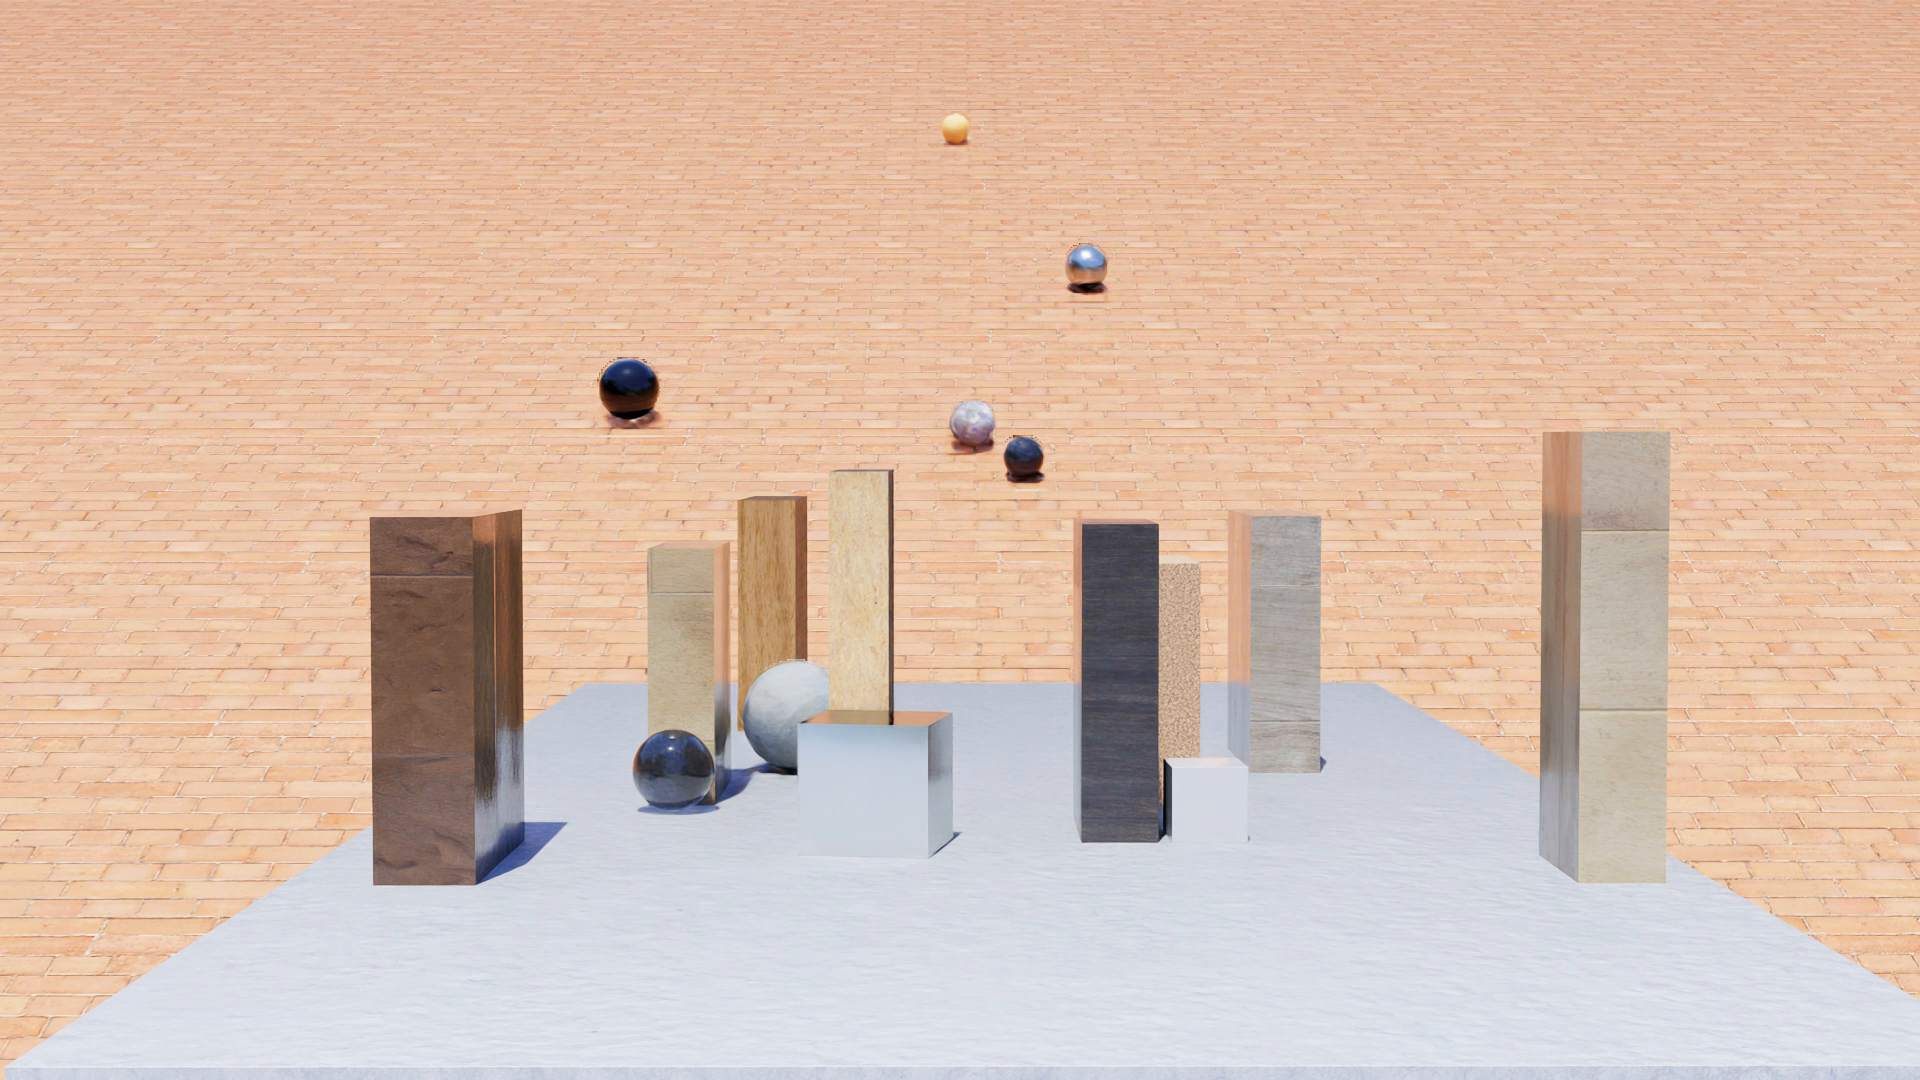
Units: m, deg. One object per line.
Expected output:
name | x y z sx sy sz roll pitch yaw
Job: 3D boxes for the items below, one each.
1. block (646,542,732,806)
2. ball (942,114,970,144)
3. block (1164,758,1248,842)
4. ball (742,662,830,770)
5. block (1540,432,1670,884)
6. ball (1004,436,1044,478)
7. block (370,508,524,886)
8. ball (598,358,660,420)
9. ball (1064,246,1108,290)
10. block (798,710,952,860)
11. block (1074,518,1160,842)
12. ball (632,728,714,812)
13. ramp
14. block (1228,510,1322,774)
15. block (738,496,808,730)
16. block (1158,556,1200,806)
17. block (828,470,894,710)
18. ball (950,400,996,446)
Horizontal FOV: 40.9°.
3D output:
block | -0.471 0.225 4.505 0.112 0.434 0.320 0 2 0
ball | -0.019 -1.875 11.733 0.131 0.131 0.131 0 24 0
block | 0.381 0.404 4.001 0.116 0.116 0.116 0 2 -2
ball | -0.306 0.329 4.816 0.202 0.202 0.202 0 24 0
block | 0.921 0.159 3.692 0.122 0.628 0.241 0 2 0
ball | 0.200 -0.258 8.032 0.129 0.129 0.129 0 24 0
block | -0.743 0.216 3.764 0.142 0.512 0.408 0 2 0
ball | -1.091 -0.497 8.490 0.200 0.200 0.200 0 24 0
ball | 0.480 -1.034 9.766 0.164 0.164 0.164 0 24 0
block | -0.126 0.367 3.902 0.197 0.197 0.197 0 2 10
block | 0.245 0.214 4.071 0.118 0.489 0.272 0 2 0
ball | -0.477 0.383 4.283 0.137 0.137 0.137 0 24 0
ramp | 0.054 0.491 4.542 2.000 0.100 4.000 0 2 0
block | 0.601 0.186 4.954 0.130 0.477 0.395 0 2 0
block | -0.410 0.152 5.673 0.122 0.489 0.442 0 2 0
block | 0.340 0.238 4.487 0.129 0.409 0.293 0 2 0
block | -0.158 0.171 4.184 0.093 0.568 0.349 0 2 0
ball | 0.040 -0.375 8.279 0.146 0.146 0.146 0 24 0
